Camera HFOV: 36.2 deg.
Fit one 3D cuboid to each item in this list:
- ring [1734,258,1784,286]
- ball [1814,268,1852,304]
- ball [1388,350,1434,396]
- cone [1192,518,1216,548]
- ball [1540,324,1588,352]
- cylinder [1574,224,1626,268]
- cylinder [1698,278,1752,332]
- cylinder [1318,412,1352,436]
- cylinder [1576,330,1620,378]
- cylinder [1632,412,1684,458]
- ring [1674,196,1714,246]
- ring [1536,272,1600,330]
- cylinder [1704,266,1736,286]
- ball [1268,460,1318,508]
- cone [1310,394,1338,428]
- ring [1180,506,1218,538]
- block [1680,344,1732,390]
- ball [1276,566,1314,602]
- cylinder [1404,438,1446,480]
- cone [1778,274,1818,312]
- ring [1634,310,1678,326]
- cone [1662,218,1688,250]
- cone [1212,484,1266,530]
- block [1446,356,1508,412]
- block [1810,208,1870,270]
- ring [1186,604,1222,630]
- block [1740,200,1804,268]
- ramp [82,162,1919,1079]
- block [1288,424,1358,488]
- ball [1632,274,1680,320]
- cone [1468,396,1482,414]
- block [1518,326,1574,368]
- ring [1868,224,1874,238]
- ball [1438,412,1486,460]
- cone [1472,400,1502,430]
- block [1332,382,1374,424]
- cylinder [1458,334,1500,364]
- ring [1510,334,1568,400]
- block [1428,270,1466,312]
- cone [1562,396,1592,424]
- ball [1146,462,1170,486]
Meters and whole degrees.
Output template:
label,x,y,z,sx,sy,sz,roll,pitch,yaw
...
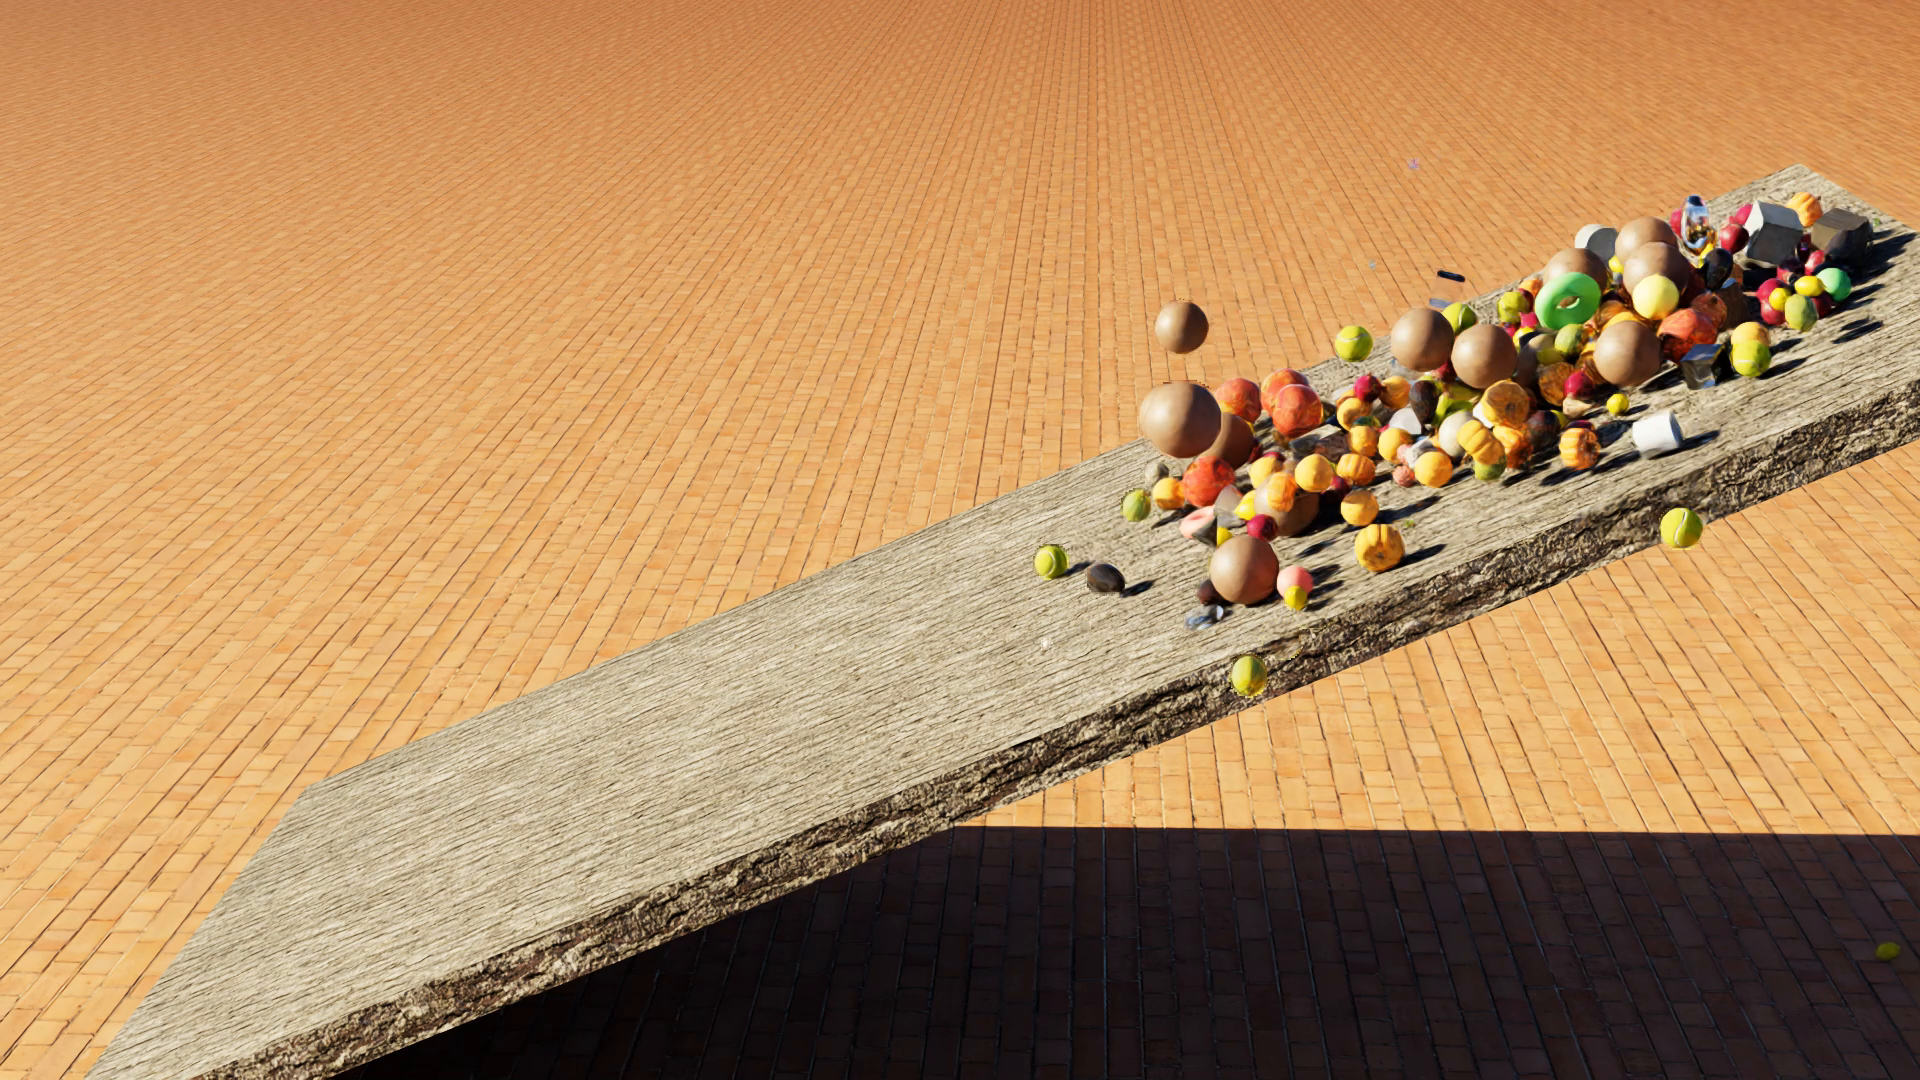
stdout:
label,x,y,z,sx,sy,sz,roll,pitch,yaw
ring,1.656,-0.559,6.096,0.100,0.033,0.100,-12,27,7
ball,1.690,-0.491,5.698,0.072,0.072,0.072,0,15,0
ball,0.981,-0.363,6.409,0.099,0.099,0.099,0,15,0
cone,0.498,-0.024,5.854,0.057,0.057,0.057,28,-9,5
ball,1.278,-0.446,6.221,0.096,0.096,0.096,0,15,0
cylinder,1.481,-0.681,6.808,0.094,0.094,0.094,-1,12,-4
cylinder,1.529,-0.470,5.884,0.083,0.083,0.083,-23,13,6
cylinder,0.809,-0.240,6.348,0.053,0.053,0.053,12,34,39
cylinder,1.292,-0.376,5.958,0.072,0.072,0.072,-20,15,5
cylinder,1.251,-0.188,5.272,0.068,0.068,0.068,-18,6,27
ring,1.447,-0.626,5.792,0.036,0.107,0.107,-27,20,-8
ring,1.221,-0.478,5.908,0.136,0.136,0.045,-3,43,-12
cylinder,1.578,-0.536,6.108,0.059,0.059,0.059,6,12,21
ball,0.675,-0.114,5.955,0.100,0.100,0.100,0,15,0
cone,0.823,-0.284,6.541,0.080,0.080,0.080,4,15,4
ring,0.511,-0.038,6.115,0.114,0.038,0.114,-24,13,6
block,1.411,-0.327,5.562,0.063,0.063,0.063,1,33,46
ball,0.613,0.080,5.381,0.066,0.066,0.066,0,15,0
cylinder,0.913,-0.161,5.789,0.060,0.060,0.060,-34,2,2
cone,1.639,-0.473,5.808,0.073,0.073,0.073,-13,-24,-40
ring,1.443,-0.463,6.094,0.092,0.031,0.092,-7,6,1
cone,1.648,-0.696,6.697,0.072,0.072,0.072,0,11,-43
cone,0.585,-0.055,6.032,0.097,0.097,0.097,18,22,31
block,1.064,-0.307,6.053,0.096,0.096,0.096,-22,13,13
block,1.774,-0.609,5.934,0.081,0.081,0.081,26,44,36
ring,0.457,0.145,5.498,0.076,0.025,0.076,-25,13,6
block,1.668,-0.629,6.043,0.088,0.088,0.088,13,36,-6
ramp,0.131,0.170,6.285,4.000,0.100,2.000,-23,13,8
block,0.751,-0.173,6.092,0.094,0.094,0.094,-26,13,-5
ball,1.362,-0.475,5.757,0.088,0.088,0.088,0,15,0
cone,1.077,-0.261,6.000,0.060,0.060,0.060,4,12,-25
block,1.209,-0.388,6.072,0.084,0.084,0.084,-23,-13,11
ring,1.827,-0.641,6.050,0.100,0.033,0.100,8,-11,2
ball,0.971,-0.202,5.687,0.091,0.091,0.091,0,15,0
cone,1.076,-0.247,5.928,0.062,0.062,0.062,8,6,-42
block,0.863,-0.299,6.457,0.067,0.067,0.067,-22,13,9
cylinder,1.083,-0.387,6.132,0.063,0.063,0.063,31,26,18
ring,1.172,-0.350,5.949,0.144,0.144,0.048,-11,35,-36
block,1.060,-0.542,6.400,0.061,0.061,0.061,15,-17,8
cone,1.203,-0.255,5.688,0.052,0.052,0.052,-9,5,43
ball,0.446,-0.148,6.644,0.055,0.055,0.055,0,15,0
